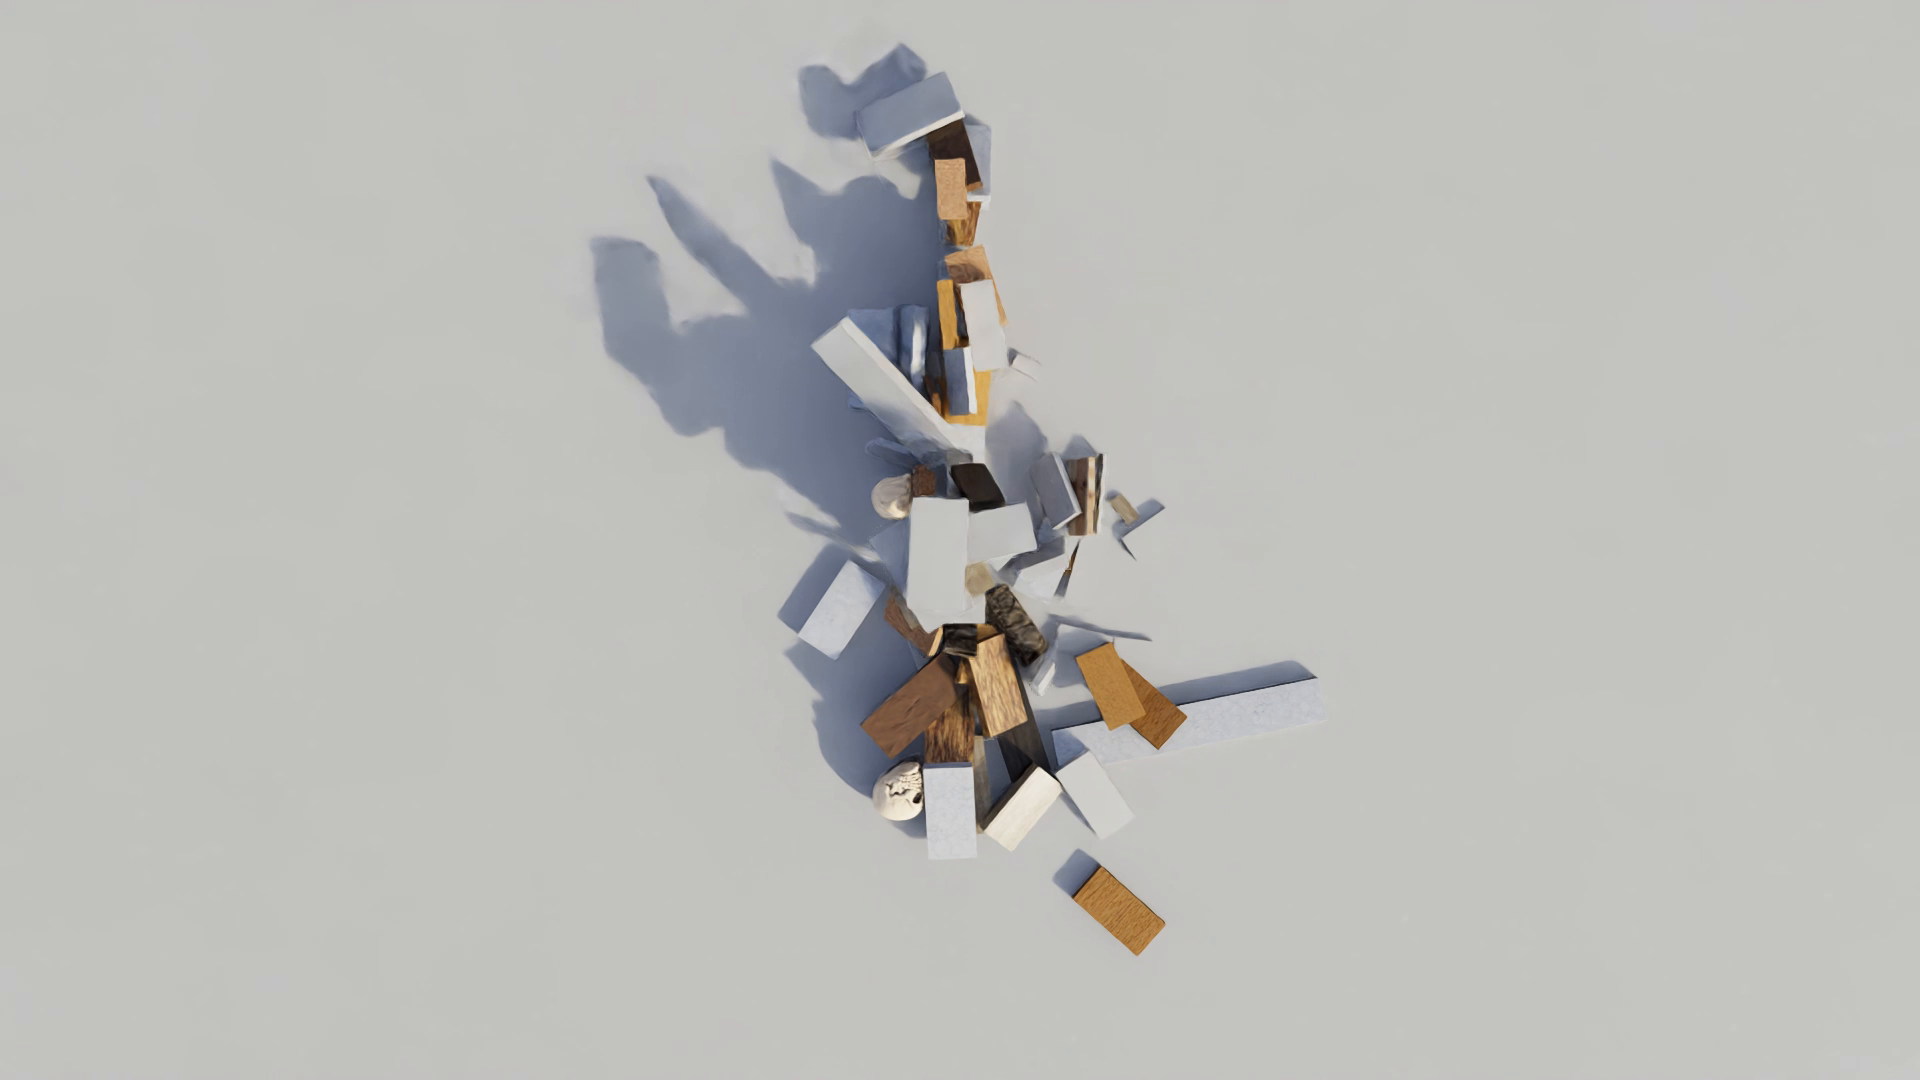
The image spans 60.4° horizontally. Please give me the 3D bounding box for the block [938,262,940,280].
[{"bbox_3d":[0.001,-0.776,5.441,0.140,0.040,0.279,-2,104,0],"label":"block"}]

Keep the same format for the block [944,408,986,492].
[{"bbox_3d":[0.015,-0.296,5.444,0.136,0.039,0.272,0,105,-1],"label":"block"}]

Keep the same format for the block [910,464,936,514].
[{"bbox_3d":[-0.120,-0.141,5.361,0.026,0.093,0.186,-6,68,27],"label":"block"}]

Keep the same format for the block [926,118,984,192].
[{"bbox_3d":[-0.020,-1.247,5.395,0.130,0.037,0.259,-19,66,8],"label":"block"}]

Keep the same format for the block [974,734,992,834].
[{"bbox_3d":[0.017,0.816,5.477,0.161,0.046,0.321,-7,90,0],"label":"block"}]

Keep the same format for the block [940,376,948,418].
[{"bbox_3d":[0.002,-0.488,5.432,0.136,0.039,0.272,-1,105,0],"label":"block"}]

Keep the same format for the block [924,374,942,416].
[{"bbox_3d":[-0.085,-0.444,5.309,0.024,0.171,0.086,-18,54,-7],"label":"block"}]

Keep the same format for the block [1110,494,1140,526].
[{"bbox_3d":[0.548,-0.102,5.493,0.050,0.014,0.101,-38,90,0],"label":"block"}]

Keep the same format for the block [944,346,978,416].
[{"bbox_3d":[0.001,-0.508,5.293,0.030,0.107,0.213,-8,94,-37],"label":"block"}]

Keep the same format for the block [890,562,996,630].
[{"bbox_3d":[-0.055,0.145,5.077,0.293,0.042,0.147,-27,88,-5],"label":"block"}]

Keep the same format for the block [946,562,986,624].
[{"bbox_3d":[-0.004,0.092,5.140,0.167,0.047,0.334,0,89,0],"label":"block"}]

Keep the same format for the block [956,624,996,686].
[{"bbox_3d":[0.058,0.377,5.389,0.106,0.030,0.211,19,79,-30],"label":"block"}]

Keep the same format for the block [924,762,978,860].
[{"bbox_3d":[-0.031,0.888,5.404,0.161,0.046,0.321,-2,105,2],"label":"block"}]

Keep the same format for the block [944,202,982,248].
[{"bbox_3d":[0.013,-1.067,5.452,0.094,0.027,0.187,11,86,-1],"label":"block"}]

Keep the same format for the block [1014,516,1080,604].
[{"bbox_3d":[0.289,0.069,5.465,0.131,0.037,0.262,25,95,5],"label":"block"}]

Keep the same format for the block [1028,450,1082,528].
[{"bbox_3d":[0.312,-0.165,5.419,0.114,0.032,0.229,-35,67,37],"label":"block"}]

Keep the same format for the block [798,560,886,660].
[{"bbox_3d":[-0.391,0.232,5.478,0.152,0.043,0.304,34,90,0],"label":"block"}]

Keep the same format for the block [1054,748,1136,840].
[{"bbox_3d":[0.445,0.839,5.454,0.139,0.039,0.277,-34,99,4],"label":"block"}]

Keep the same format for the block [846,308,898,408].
[{"bbox_3d":[-0.288,-0.598,5.445,0.161,0.046,0.321,1,90,26],"label":"block"}]

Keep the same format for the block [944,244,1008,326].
[{"bbox_3d":[0.052,-0.807,5.332,0.130,0.037,0.267,-18,91,-1],"label":"block"}]

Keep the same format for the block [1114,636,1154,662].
[{"bbox_3d":[0.576,0.363,5.491,0.134,0.019,0.067,7,90,0],"label":"block"}]

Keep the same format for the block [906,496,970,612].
[{"bbox_3d":[-0.066,0.041,4.935,0.168,0.048,0.337,4,97,3],"label":"block"}]

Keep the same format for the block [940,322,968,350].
[{"bbox_3d":[0.004,-0.591,5.446,0.140,0.040,0.279,-1,104,0],"label":"block"}]

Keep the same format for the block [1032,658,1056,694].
[{"bbox_3d":[0.274,0.447,5.397,0.027,0.190,0.095,33,82,12],"label":"block"}]

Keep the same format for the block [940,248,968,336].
[{"bbox_3d":[0.008,-0.806,5.371,0.140,0.040,0.279,-1,91,0],"label":"block"}]

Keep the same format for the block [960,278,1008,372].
[{"bbox_3d":[0.075,-0.688,5.299,0.107,0.030,0.284,-10,97,-2],"label":"block"}]

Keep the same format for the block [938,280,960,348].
[{"bbox_3d":[-0.038,-0.718,5.252,0.030,0.107,0.213,-4,98,11],"label":"block"}]

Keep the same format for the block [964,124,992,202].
[{"bbox_3d":[0.037,-1.245,5.447,0.130,0.037,0.259,1,74,0],"label":"block"}]

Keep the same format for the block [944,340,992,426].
[{"bbox_3d":[0.029,-0.510,5.365,0.136,0.039,0.272,5,93,-1],"label":"block"}]

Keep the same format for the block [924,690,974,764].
[{"bbox_3d":[-0.033,0.596,5.444,0.161,0.046,0.321,0,79,1],"label":"block"}]

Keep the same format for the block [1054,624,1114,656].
[{"bbox_3d":[0.411,0.344,5.487,0.182,0.026,0.091,14,90,0],"label":"block"}]

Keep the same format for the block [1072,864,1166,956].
[{"bbox_3d":[0.528,1.231,5.480,0.287,0.041,0.144,42,90,0],"label":"block"}]
